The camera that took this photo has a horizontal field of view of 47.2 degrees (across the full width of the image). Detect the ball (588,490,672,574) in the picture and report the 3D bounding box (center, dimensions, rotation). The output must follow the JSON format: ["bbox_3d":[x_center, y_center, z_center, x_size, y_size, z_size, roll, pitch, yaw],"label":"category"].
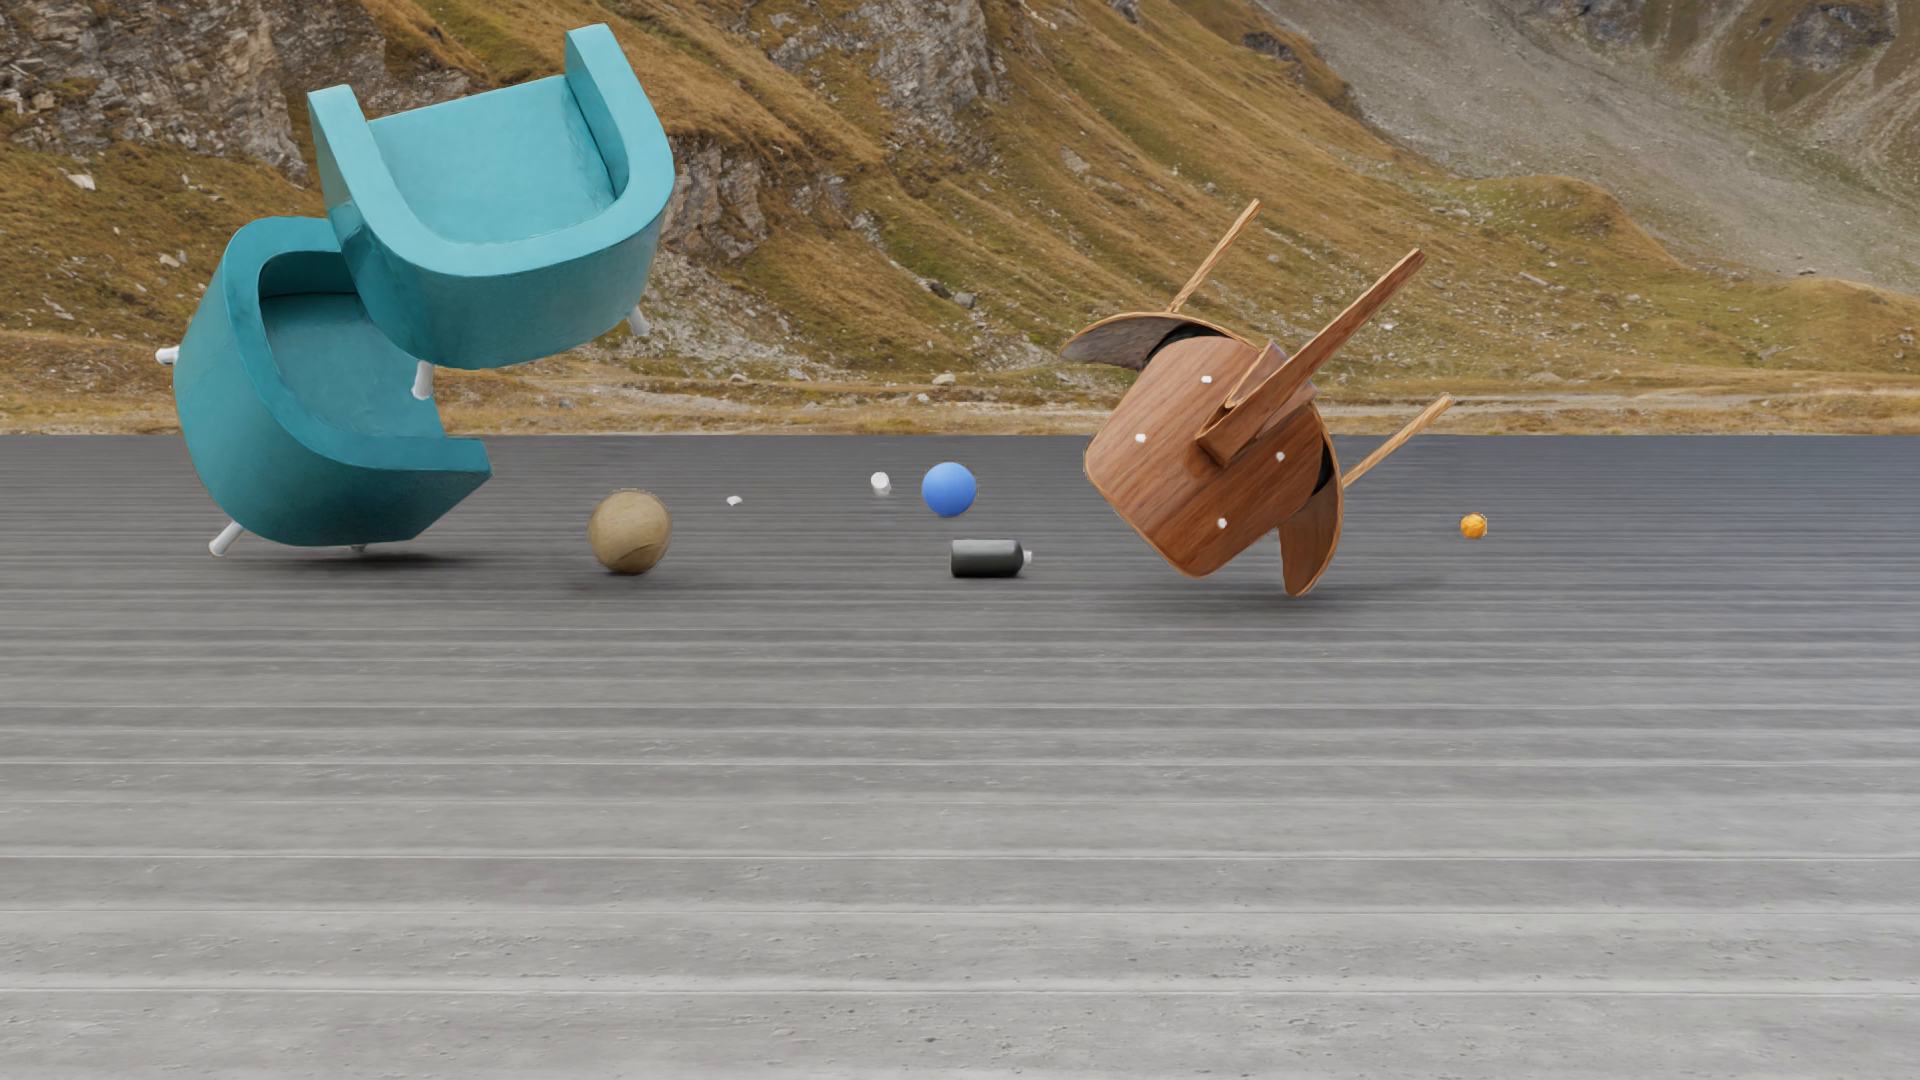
[{"bbox_3d":[-0.803,-0.019,5.347,0.202,0.202,0.202,0,4,0],"label":"ball"}]

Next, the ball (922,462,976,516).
[{"bbox_3d":[-0.038,-0.179,7.757,0.192,0.192,0.192,0,4,0],"label":"ball"}]
